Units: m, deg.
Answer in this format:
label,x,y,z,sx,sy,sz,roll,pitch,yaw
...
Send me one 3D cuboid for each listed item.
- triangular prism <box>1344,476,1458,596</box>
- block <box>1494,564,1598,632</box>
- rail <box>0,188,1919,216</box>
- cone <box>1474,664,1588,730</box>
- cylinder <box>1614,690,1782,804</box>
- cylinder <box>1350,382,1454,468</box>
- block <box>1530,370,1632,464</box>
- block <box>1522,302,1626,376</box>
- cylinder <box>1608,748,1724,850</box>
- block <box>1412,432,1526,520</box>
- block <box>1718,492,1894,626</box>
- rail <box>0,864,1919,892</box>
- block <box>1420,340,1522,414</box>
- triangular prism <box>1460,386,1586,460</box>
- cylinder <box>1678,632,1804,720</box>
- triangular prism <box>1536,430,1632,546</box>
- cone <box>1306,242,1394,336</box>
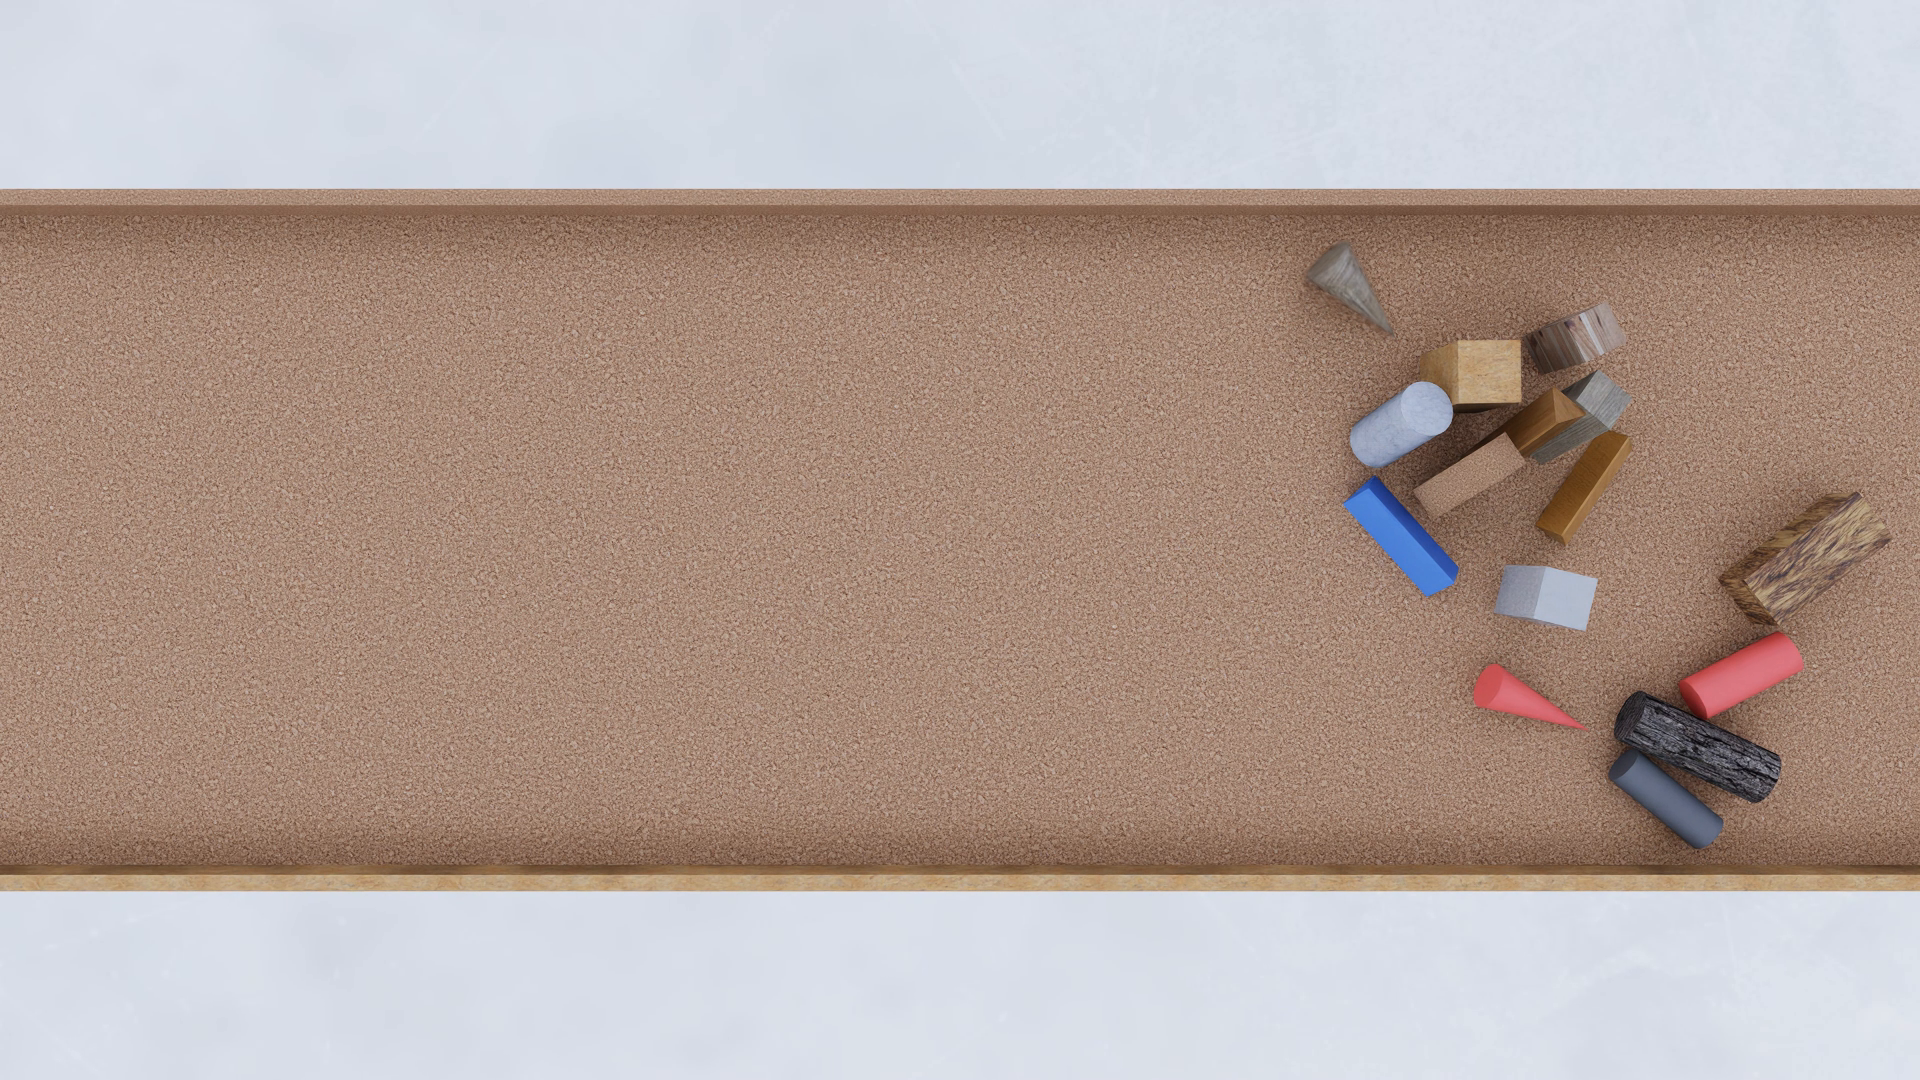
label,x,y,z,sx,sy,sz,roll,pitch,yaw
triangular prism,1.355,-0.012,5.017,0.131,0.114,0.386,-42,90,0
block,1.735,0.168,4.901,0.153,0.352,0.153,14,90,0
rail,-2.247,-1.025,5.002,12.000,0.150,0.050,0,90,0
cone,1.771,0.514,5.042,0.373,0.142,0.142,23,90,-11
cylinder,2.230,0.626,4.994,0.447,0.166,0.166,25,90,0
cylinder,1.306,-0.339,4.895,0.164,0.328,0.164,3,75,-12
block,1.804,-0.360,4.883,0.128,0.366,0.128,40,72,0
block,1.818,-0.595,4.893,0.131,0.367,0.131,-26,90,0
cylinder,2.146,0.787,5.015,0.333,0.123,0.123,39,90,0
block,1.511,-0.187,4.903,0.109,0.328,0.109,-29,83,-31
block,2.554,0.057,4.989,0.429,0.175,0.175,-38,90,0
rail,-2.247,1.025,5.001,12.000,0.150,0.050,0,90,0
block,1.507,-0.480,4.886,0.178,0.380,0.178,-1,90,0
triangular prism,1.637,-0.301,4.874,0.121,0.441,0.105,-16,73,-28
cylinder,2.370,0.413,5.008,0.325,0.137,0.137,-27,90,0
triangular prism,1.918,-0.162,5.025,0.114,0.098,0.362,34,90,0
cone,1.226,-0.734,5.038,0.157,0.157,0.332,-45,103,0
